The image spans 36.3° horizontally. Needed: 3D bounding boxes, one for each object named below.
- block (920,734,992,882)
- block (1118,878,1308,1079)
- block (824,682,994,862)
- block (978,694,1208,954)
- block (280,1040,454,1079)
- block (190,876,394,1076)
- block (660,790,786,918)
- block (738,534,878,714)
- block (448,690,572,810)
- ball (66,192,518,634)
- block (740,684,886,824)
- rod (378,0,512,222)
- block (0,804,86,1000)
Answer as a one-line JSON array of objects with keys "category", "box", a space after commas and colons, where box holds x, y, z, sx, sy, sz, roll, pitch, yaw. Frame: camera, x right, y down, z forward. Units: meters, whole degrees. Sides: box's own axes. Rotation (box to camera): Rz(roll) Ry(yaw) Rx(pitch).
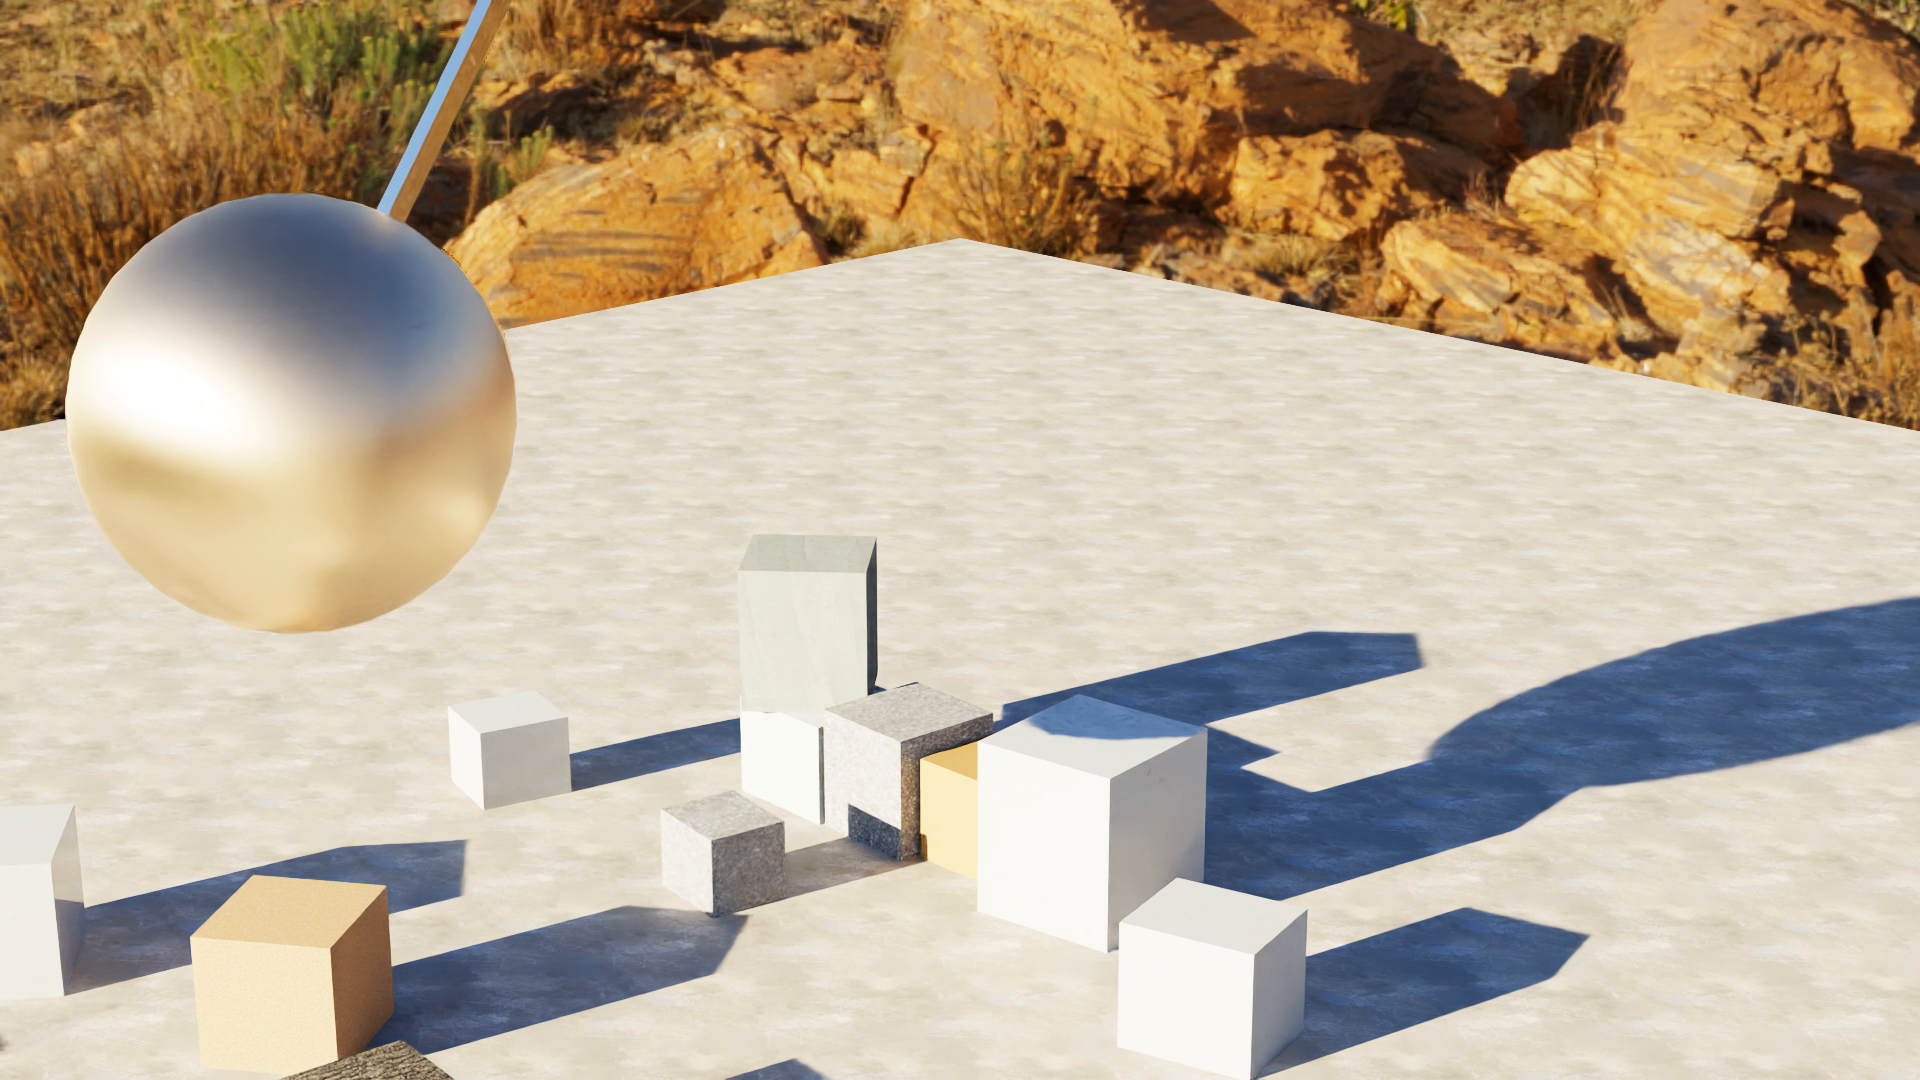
[{"category": "block", "box": [0.161, 1.248, 13.550, 0.468, 0.494, 0.501, -16, 24, -41]}, {"category": "block", "box": [1.018, 1.764, 11.818, 0.589, 0.548, 0.505, 10, 20, 29]}, {"category": "block", "box": [-0.243, 1.088, 13.894, 0.572, 0.593, 0.562, -15, 23, -39]}, {"category": "block", "box": [0.588, 1.245, 13.032, 0.706, 0.810, 0.749, 13, 22, 36]}, {"category": "block", "box": [-2.076, 2.205, 10.407, 0.553, 0.553, 0.565, -13, 22, -37]}, {"category": "block", "box": [-2.679, 1.754, 11.818, 0.579, 0.567, 0.604, 3, 18, 10]}, {"category": "block", "box": [-1.068, 1.413, 13.220, 0.383, 0.376, 0.443, -12, 21, -34]}, {"category": "block", "box": [-0.729, 0.403, 14.225, 0.608, 0.711, 0.578, 1, 18, 3]}, {"category": "block", "box": [-2.214, 1.028, 14.413, 0.455, 0.397, 0.435, -10, 20, -28]}, {"category": "ball", "box": [-2.418, -0.458, 10.663, 1.600, 1.600, 1.600, 0, 17, 0]}, {"category": "block", "box": [-0.656, 1.000, 14.336, 0.585, 0.495, 0.593, -15, 23, -40]}, {"category": "rod", "box": [-1.048, -3.535, 11.133, 0.080, 5.200, 0.080, 17, -11, 42]}, {"category": "block", "box": [-4.075, 1.537, 12.445, 0.572, 0.606, 0.644, -2, 18, -7]}]
